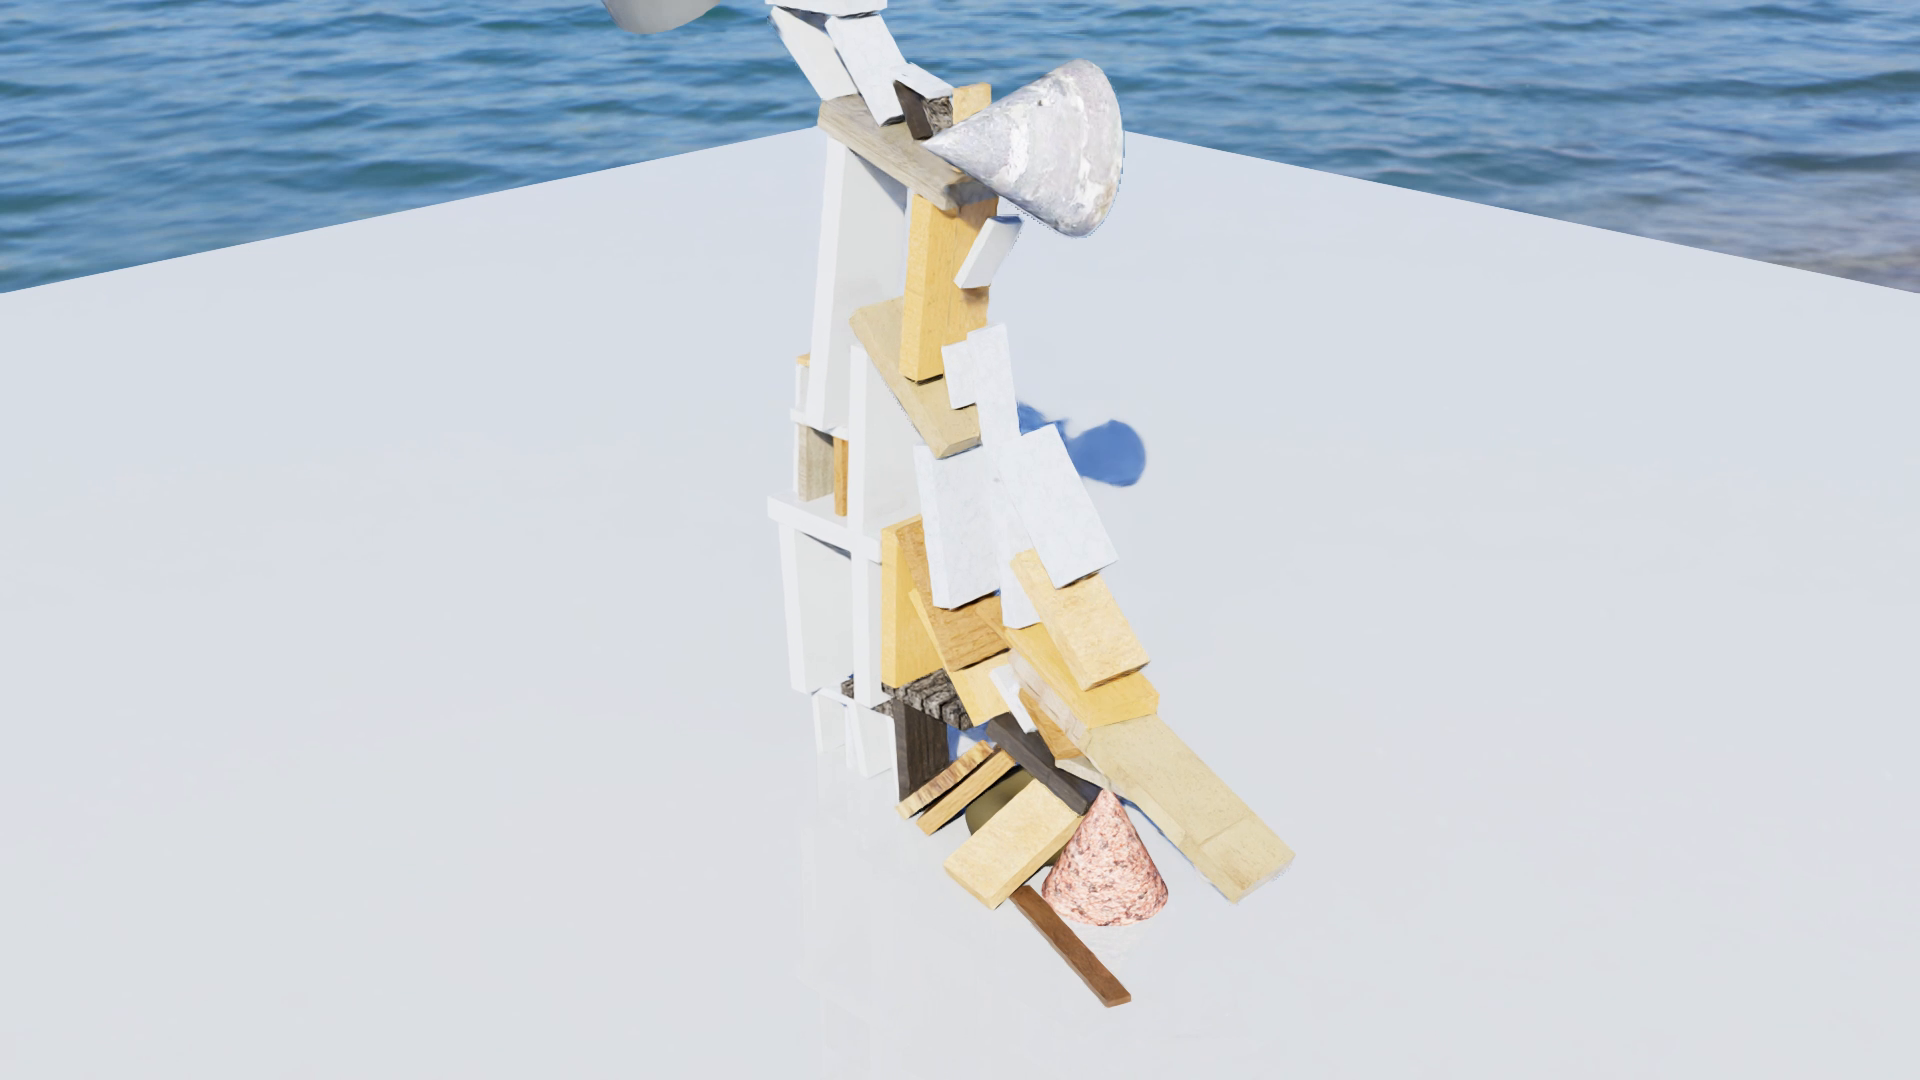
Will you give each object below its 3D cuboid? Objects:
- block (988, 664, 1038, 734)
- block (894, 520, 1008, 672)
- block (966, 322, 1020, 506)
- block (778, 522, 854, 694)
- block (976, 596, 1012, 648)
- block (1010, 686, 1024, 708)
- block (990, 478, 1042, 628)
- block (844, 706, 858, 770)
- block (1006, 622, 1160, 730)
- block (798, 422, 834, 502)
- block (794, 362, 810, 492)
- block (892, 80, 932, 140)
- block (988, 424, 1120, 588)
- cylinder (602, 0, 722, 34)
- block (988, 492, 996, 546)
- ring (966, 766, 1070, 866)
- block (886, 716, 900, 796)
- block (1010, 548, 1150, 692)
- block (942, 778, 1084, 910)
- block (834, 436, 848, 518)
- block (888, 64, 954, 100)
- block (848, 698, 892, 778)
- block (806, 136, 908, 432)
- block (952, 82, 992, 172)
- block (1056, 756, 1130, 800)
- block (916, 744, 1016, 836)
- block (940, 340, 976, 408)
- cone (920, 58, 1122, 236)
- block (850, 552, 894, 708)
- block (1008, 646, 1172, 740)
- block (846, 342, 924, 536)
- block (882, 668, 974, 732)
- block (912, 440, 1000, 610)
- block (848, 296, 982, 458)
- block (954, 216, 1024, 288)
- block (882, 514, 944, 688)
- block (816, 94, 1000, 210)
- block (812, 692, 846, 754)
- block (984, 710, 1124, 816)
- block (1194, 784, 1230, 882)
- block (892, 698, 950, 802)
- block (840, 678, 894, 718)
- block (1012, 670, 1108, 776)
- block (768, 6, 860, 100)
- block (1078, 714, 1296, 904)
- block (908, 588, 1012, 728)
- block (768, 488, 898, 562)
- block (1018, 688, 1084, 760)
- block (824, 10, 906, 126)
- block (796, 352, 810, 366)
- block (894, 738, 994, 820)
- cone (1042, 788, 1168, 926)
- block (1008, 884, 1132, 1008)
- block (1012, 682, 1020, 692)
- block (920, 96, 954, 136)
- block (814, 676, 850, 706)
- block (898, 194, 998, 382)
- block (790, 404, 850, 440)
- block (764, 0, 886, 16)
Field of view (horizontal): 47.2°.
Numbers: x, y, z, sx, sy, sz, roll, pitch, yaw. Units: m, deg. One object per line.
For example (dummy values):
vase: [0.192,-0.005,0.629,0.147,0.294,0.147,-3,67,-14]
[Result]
block: [0.121,0.307,4.287,0.072,0.020,0.143,-10,59,-44]
block: [-0.010,0.093,4.278,0.147,0.293,0.042,-21,0,-41]
block: [0.075,-0.195,4.050,0.073,0.409,0.021,-22,24,-31]
block: [-0.288,0.121,4.594,0.165,0.369,0.047,-21,27,-41]
block: [0.160,0.234,4.197,0.059,0.017,0.347,-20,54,-38]
block: [0.178,0.317,4.229,0.143,0.020,0.072,29,44,12]
block: [0.135,0.012,4.100,0.139,0.279,0.040,-16,17,-34]
block: [-0.208,0.406,4.626,0.070,0.139,0.020,-21,31,-41]
block: [0.225,0.231,4.076,0.149,0.042,0.299,-11,38,-29]
block: [-0.288,-0.167,4.462,0.024,0.167,0.084,24,33,39]
block: [-0.315,-0.232,4.470,0.013,0.282,0.045,26,34,38]
block: [-0.079,-0.782,3.982,0.055,0.110,0.016,-22,1,-41]
block: [0.173,-0.063,4.021,0.140,0.279,0.040,-22,-6,-40]
cylinder: [-0.522,-1.018,3.638,0.251,0.251,0.251,-14,47,16]
block: [0.085,-0.051,4.121,0.058,0.117,0.017,-19,22,-37]
ring: [0.160,0.542,4.359,0.300,0.100,0.300,-1,24,0]
block: [-0.102,0.431,4.520,0.087,0.174,0.025,-22,21,-41]
block: [0.219,0.132,4.029,0.139,0.040,0.279,-18,70,-34]
block: [0.109,0.574,4.195,0.266,0.038,0.133,-40,47,-19]
block: [-0.212,-0.137,4.393,0.084,0.167,0.024,-21,31,-40]
block: [-0.070,-0.826,3.955,0.055,0.016,0.110,-21,46,-41]
block: [-0.182,0.400,4.594,0.087,0.174,0.025,-21,19,-41]
block: [-0.195,-0.500,4.224,0.049,0.585,0.173,30,36,35]
block: [0.021,-0.729,3.889,0.021,0.147,0.073,22,31,40]
block: [0.292,0.434,4.089,0.227,0.025,0.087,21,31,38]
block: [0.032,0.474,4.360,0.038,0.266,0.133,47,31,-1]
block: [0.000,-0.308,4.089,0.058,0.117,0.017,-22,19,-41]
cone: [0.065,-0.658,3.678,0.299,0.299,0.299,-4,22,-28]
block: [-0.140,0.159,4.451,0.047,0.330,0.165,21,31,41]
block: [0.240,0.290,4.119,0.149,0.042,0.299,-19,53,-37]
block: [-0.142,-0.211,4.287,0.160,0.384,0.045,-21,34,-41]
block: [-0.034,0.309,4.397,0.231,0.033,0.116,23,32,39]
block: [0.003,-0.046,4.199,0.045,0.320,0.160,9,23,44]
block: [-0.060,-0.315,4.153,0.160,0.045,0.320,-21,72,-41]
block: [0.051,-0.515,3.934,0.073,0.147,0.021,-12,53,-43]
block: [-0.089,0.117,4.376,0.042,0.333,0.147,22,31,39]
block: [-0.080,-0.716,4.008,0.173,0.049,0.347,-22,48,-41]
block: [-0.279,0.378,4.691,0.070,0.139,0.020,-21,26,-41]
block: [0.188,0.421,4.242,0.266,0.038,0.133,39,33,29]
block: [0.460,0.532,3.997,0.087,0.025,0.174,-1,67,-18]
block: [-0.077,0.415,4.485,0.033,0.231,0.116,16,27,42]
block: [-0.154,0.319,4.529,0.174,0.025,0.087,21,31,41]
block: [0.208,0.335,4.143,0.059,0.017,0.290,-18,48,-33]
block: [-0.257,-0.911,4.120,0.109,0.031,0.219,-21,72,-41]
block: [0.404,0.463,3.936,0.149,0.042,0.408,-25,60,-38]
block: [0.026,0.208,4.335,0.147,0.293,0.042,-19,-11,-43]
block: [-0.219,-0.045,4.450,0.330,0.047,0.165,21,31,41]
block: [0.186,0.341,4.163,0.087,0.025,0.174,-8,44,-25]
block: [-0.151,-0.867,4.025,0.109,0.219,0.031,-22,-9,-41]
block: [-0.279,-0.354,4.380,0.045,0.013,0.091,-21,31,-40]
block: [-0.033,0.477,4.374,0.116,0.033,0.231,-36,-4,-38]
cone: [0.276,0.558,4.137,0.242,0.242,0.242,0,23,0]
block: [0.194,0.736,4.009,0.048,0.014,0.400,-10,25,-23]
block: [0.166,0.332,4.266,0.072,0.020,0.143,-11,61,-43]
block: [-0.028,-0.743,3.944,0.055,0.110,0.016,-22,3,-41]
block: [-0.251,0.312,4.633,0.070,0.020,0.139,-21,27,-41]
block: [-0.021,-0.478,4.045,0.173,0.347,0.049,-21,37,-41]
block: [-0.252,-0.241,4.390,0.167,0.024,0.084,22,31,40]
block: [-0.251,-1.006,4.076,0.109,0.031,0.219,-21,30,-40]
